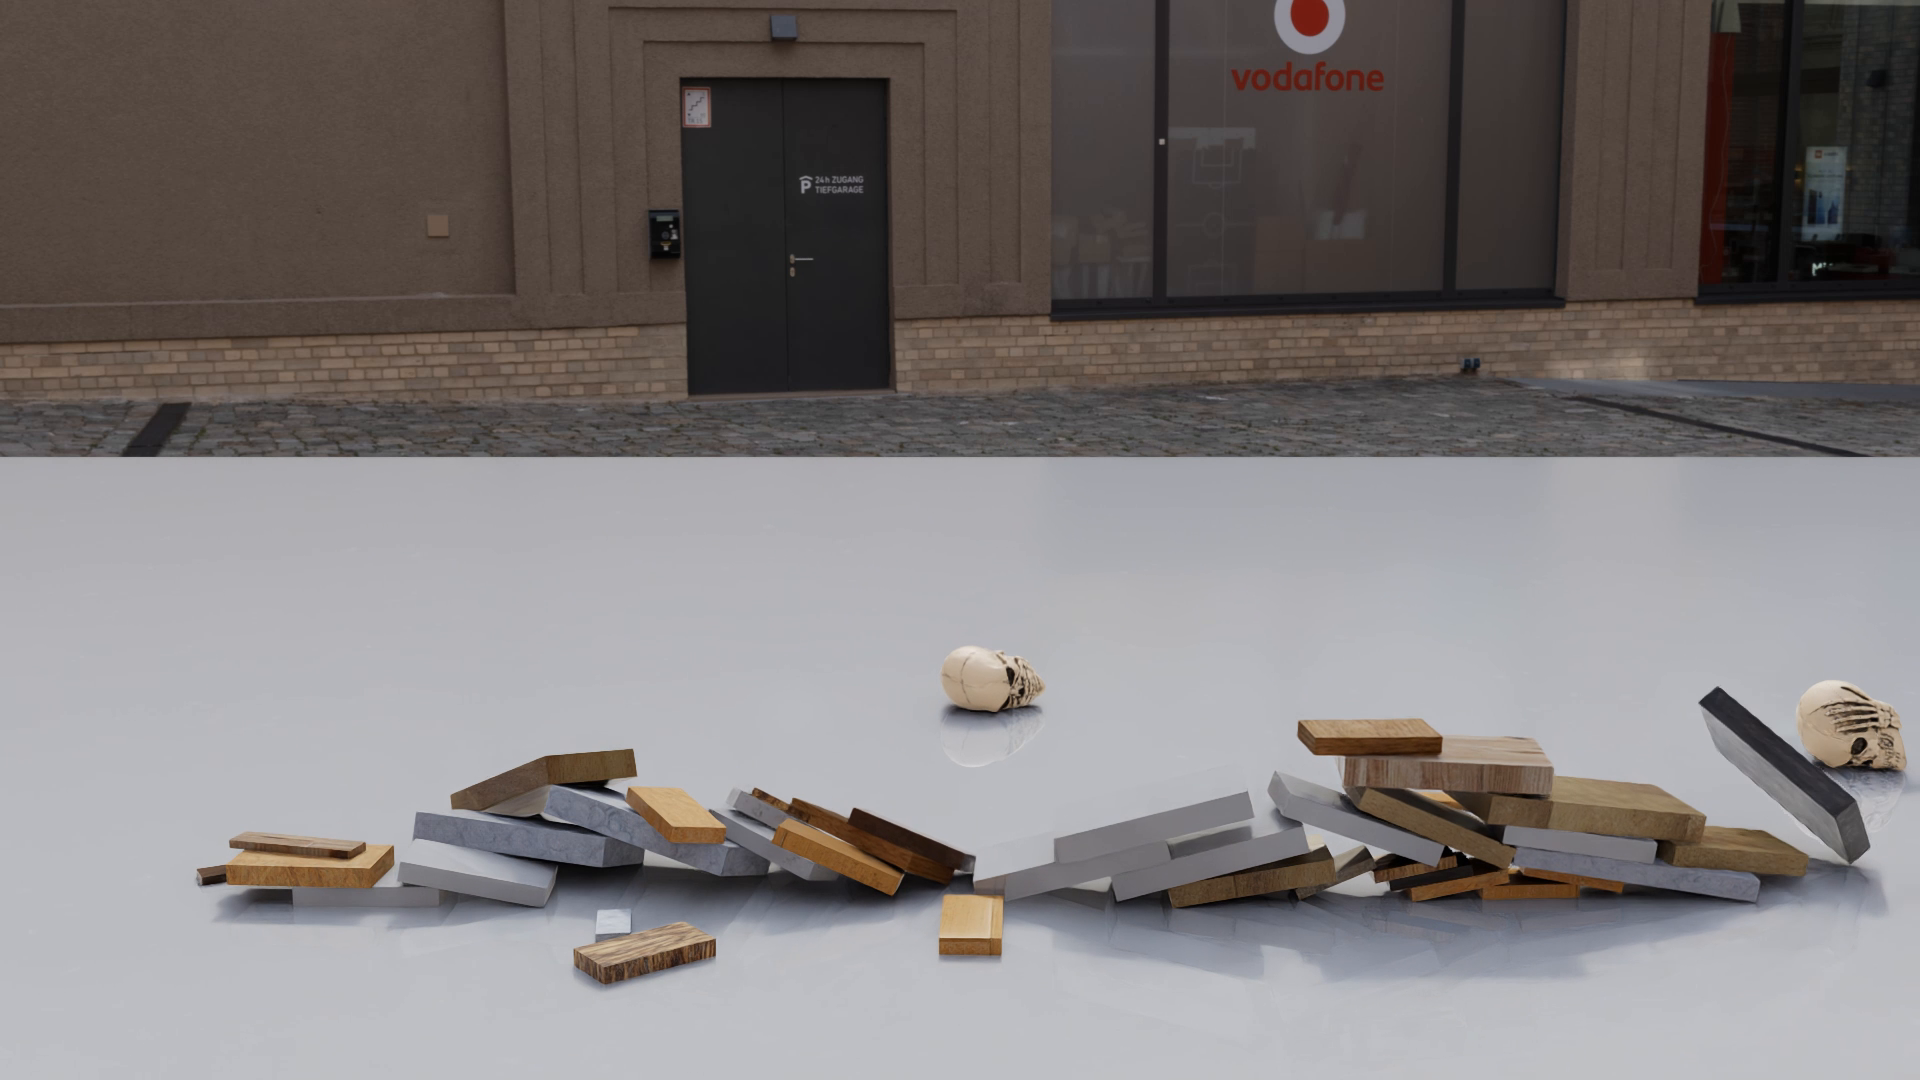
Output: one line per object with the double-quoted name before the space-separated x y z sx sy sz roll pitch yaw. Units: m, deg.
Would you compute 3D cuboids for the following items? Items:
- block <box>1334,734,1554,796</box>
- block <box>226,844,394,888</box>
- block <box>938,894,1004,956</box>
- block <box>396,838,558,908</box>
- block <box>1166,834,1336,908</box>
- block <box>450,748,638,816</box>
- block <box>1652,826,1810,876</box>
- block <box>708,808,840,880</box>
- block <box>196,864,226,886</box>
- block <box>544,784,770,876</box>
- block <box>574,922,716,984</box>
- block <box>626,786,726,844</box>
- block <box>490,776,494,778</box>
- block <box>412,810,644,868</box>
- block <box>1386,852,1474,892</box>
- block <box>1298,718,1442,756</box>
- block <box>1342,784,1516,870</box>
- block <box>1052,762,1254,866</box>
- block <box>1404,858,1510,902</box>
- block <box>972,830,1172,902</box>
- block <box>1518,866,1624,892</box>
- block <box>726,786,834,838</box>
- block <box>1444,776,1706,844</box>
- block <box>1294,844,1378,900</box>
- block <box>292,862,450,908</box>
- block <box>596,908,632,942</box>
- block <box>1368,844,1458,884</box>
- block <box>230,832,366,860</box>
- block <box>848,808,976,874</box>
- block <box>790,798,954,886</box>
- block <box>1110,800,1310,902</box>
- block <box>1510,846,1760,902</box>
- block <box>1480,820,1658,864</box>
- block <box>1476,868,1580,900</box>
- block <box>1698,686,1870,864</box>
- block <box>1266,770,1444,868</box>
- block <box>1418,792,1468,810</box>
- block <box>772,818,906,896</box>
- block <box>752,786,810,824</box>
"block" 0.797 0.367 3.646 0.334 0.047 0.167 2 11 3
"block" -1.079 0.540 3.658 0.241 0.034 0.121 1 11 4
"block" 0.019 0.610 3.489 0.097 0.027 0.194 0 11 2
"block" -0.798 0.552 3.649 0.241 0.034 0.121 11 10 -4
"block" 0.478 0.549 3.661 0.272 0.039 0.136 -9 10 1
"block" -0.745 0.438 3.921 0.176 0.050 0.352 -1 -15 -41
"block" 1.282 0.520 3.714 0.257 0.036 0.129 6 10 -16
"block" -0.314 0.511 3.690 0.218 0.031 0.109 24 2 24
"block" -1.246 0.567 3.752 0.100 0.014 0.050 -6 12 -29
"block" -0.511 0.494 3.747 0.352 0.050 0.176 16 -1 22
"block" -0.483 0.632 3.370 0.194 0.027 0.097 -8 13 -37
"block" -0.475 0.458 3.665 0.097 0.027 0.193 6 11 -32
"block" -0.839 0.454 4.136 0.054 0.015 0.109 -2 -1 -37
"block" -0.739 0.512 3.787 0.352 0.050 0.176 5 -4 15
"block" 0.777 0.551 3.662 0.139 0.020 0.069 -11 11 1
"block" 0.677 0.326 3.639 0.213 0.030 0.107 0 11 -7
"block" 0.777 0.460 3.655 0.272 0.039 0.136 23 8 -5
"block" 0.316 0.448 3.616 0.323 0.046 0.162 -15 10 6
"block" 0.824 0.563 3.668 0.163 0.023 0.081 -11 11 -1
"block" 0.187 0.524 3.660 0.323 0.046 0.162 -15 10 6
"block" 1.019 0.552 3.678 0.163 0.023 0.081 10 10 3
"block" -0.294 0.489 3.783 0.218 0.031 0.109 28 -8 -11
"block" 1.028 0.441 3.681 0.392 0.047 0.167 7 10 -14
"block" 0.621 0.553 3.667 0.139 0.020 0.069 -23 10 3
"block" -0.973 0.574 3.663 0.241 0.034 0.121 0 11 1
"block" -0.551 0.614 3.499 0.054 0.015 0.108 -1 11 -7
"block" 0.749 0.537 3.659 0.139 0.020 0.069 -12 11 -1
"block" -1.110 0.511 3.683 0.226 0.014 0.050 3 11 15
"block" -0.077 0.513 3.752 0.213 0.030 0.107 20 -5 18
"block" -0.157 0.519 3.797 0.107 0.030 0.334 27 -7 -42
"block" 0.407 0.511 3.654 0.323 0.046 0.162 -15 10 4
"block" 1.111 0.536 3.677 0.409 0.036 0.129 9 10 -2
"block" 1.011 0.485 3.662 0.257 0.036 0.129 8 10 -5
"block" 0.945 0.575 3.685 0.163 0.023 0.081 -1 11 -3
"block" 1.451 0.412 3.876 0.047 0.167 0.334 -39 44 -2
"block" 0.653 0.460 3.639 0.272 0.039 0.136 19 9 -6
"block" 0.922 0.493 4.151 0.109 0.015 0.054 1 11 7
"block" -0.200 0.526 3.659 0.218 0.031 0.109 23 1 4
"block" -0.311 0.461 3.822 0.054 0.015 0.108 33 -10 -41
